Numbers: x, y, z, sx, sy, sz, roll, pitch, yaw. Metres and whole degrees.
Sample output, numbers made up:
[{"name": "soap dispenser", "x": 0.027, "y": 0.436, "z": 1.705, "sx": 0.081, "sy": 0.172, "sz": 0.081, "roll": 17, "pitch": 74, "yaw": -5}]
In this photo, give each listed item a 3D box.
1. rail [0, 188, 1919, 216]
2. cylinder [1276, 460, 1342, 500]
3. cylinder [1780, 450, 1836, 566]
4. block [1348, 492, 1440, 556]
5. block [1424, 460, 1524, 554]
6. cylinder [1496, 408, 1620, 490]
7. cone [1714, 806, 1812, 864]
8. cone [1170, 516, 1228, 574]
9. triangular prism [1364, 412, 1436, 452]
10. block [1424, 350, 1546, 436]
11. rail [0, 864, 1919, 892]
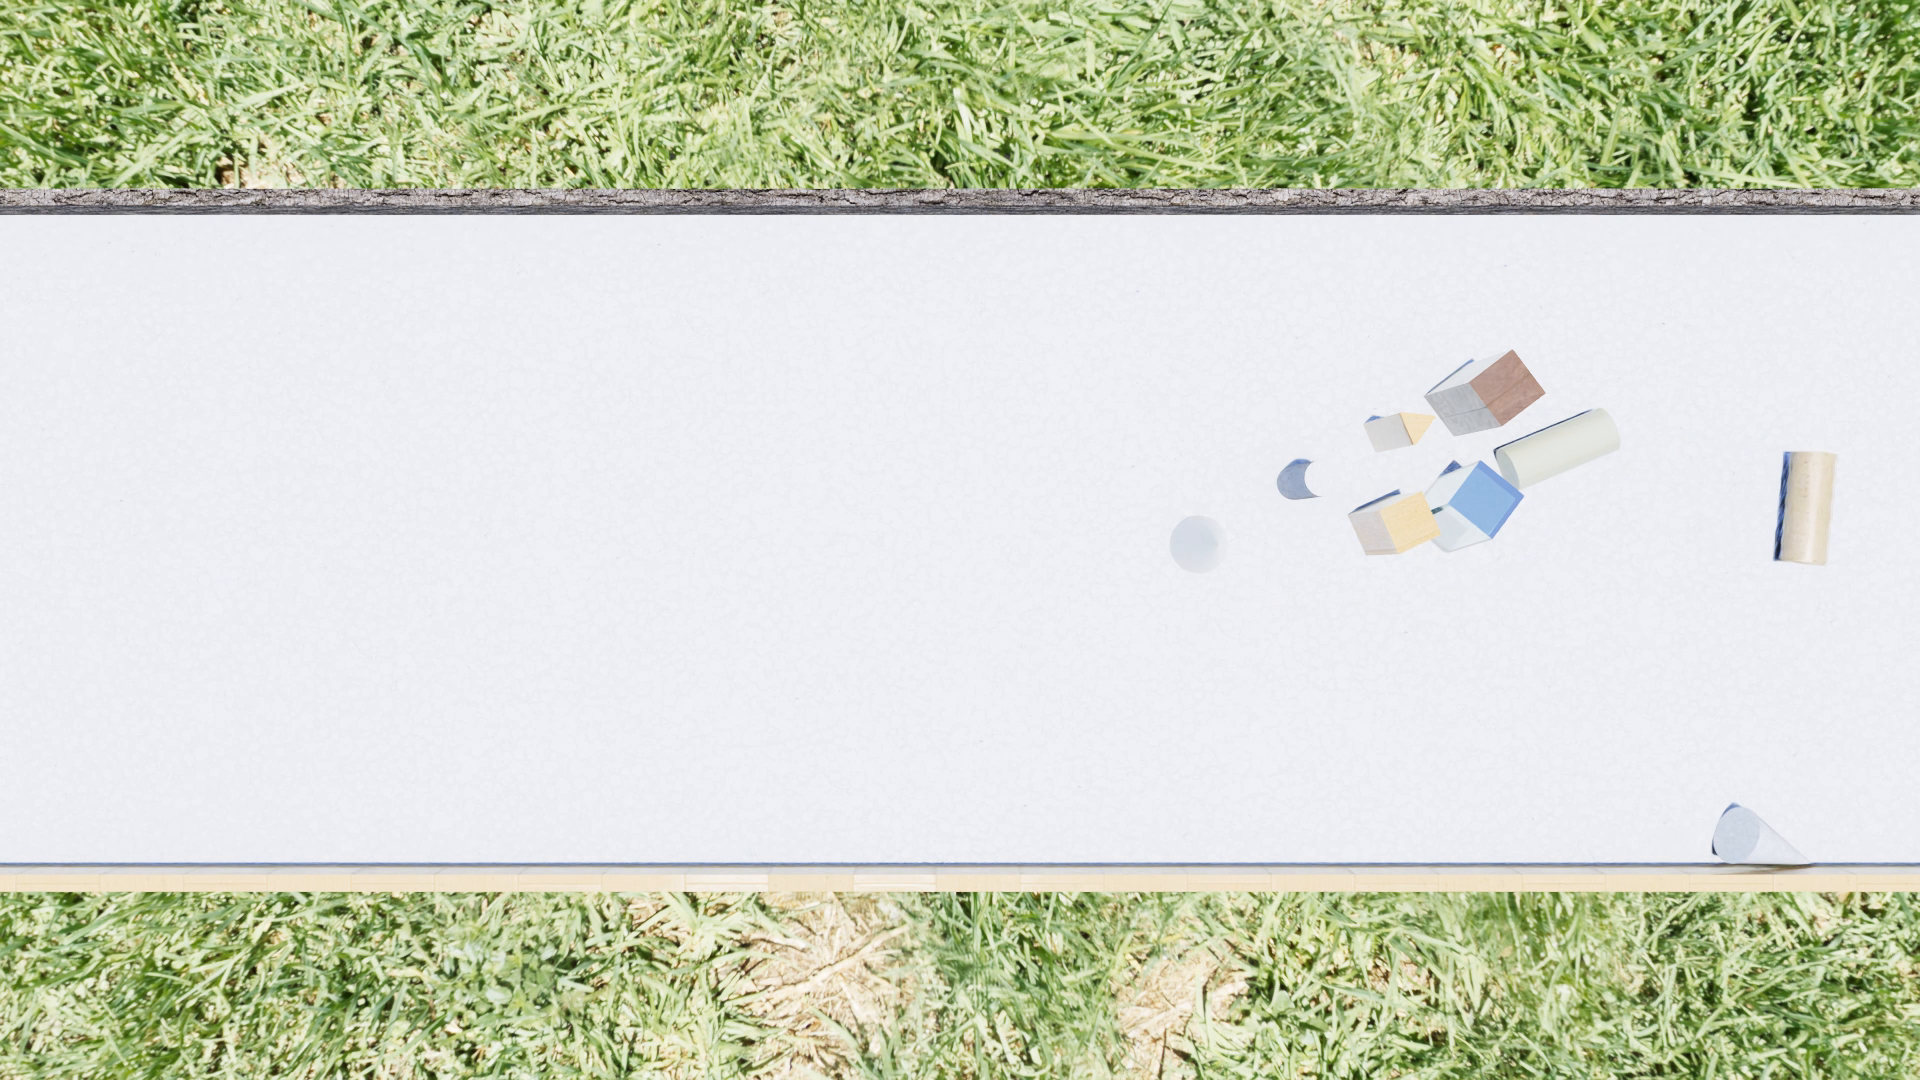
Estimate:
[{"name": "rail", "x": -2.247, "y": -1.025, "z": 5.002, "sx": 12.000, "sy": 0.150, "sz": 0.050, "roll": 0, "pitch": 90, "yaw": 0}, {"name": "cylinder", "x": 1.028, "y": -0.176, "z": 4.870, "sx": 0.107, "sy": 0.414, "sz": 0.107, "roll": 0, "pitch": 90, "yaw": 0}, {"name": "cylinder", "x": 2.578, "y": -0.096, "z": 5.014, "sx": 0.126, "sy": 0.126, "sz": 0.338, "roll": 6, "pitch": 90, "yaw": 0}, {"name": "block", "x": 1.290, "y": -0.047, "z": 4.913, "sx": 0.138, "sy": 0.321, "sz": 0.138, "roll": -24, "pitch": 90, "yaw": -3}, {"name": "block", "x": 1.497, "y": -0.095, "z": 4.903, "sx": 0.165, "sy": 0.325, "sz": 0.165, "roll": 39, "pitch": 80, "yaw": 0}, {"name": "cylinder", "x": 1.815, "y": -0.274, "z": 5.006, "sx": 0.328, "sy": 0.142, "sz": 0.142, "roll": -22, "pitch": 90, "yaw": 0}, {"name": "cone", "x": 2.489, "y": 0.946, "z": 5.034, "sx": 0.311, "sy": 0.177, "sz": 0.177, "roll": 21, "pitch": 90, "yaw": -16}, {"name": "cone", "x": 0.734, "y": 0.014, "z": 4.882, "sx": 0.179, "sy": 0.389, "sz": 0.179, "roll": 0, "pitch": 90, "yaw": 0}, {"name": "triangular prism", "x": 1.276, "y": -0.333, "z": 4.861, "sx": 0.085, "sy": 0.432, "sz": 0.098, "roll": 36, "pitch": 90, "yaw": 0}, {"name": "block", "x": 1.536, "y": -0.427, "z": 4.852, "sx": 0.156, "sy": 0.449, "sz": 0.156, "roll": -37, "pitch": 90, "yaw": 0}, {"name": "rail", "x": -2.247, "y": 1.025, "z": 5.001, "sx": 12.000, "sy": 0.150, "sz": 0.050, "roll": 0, "pitch": 90, "yaw": 0}]
